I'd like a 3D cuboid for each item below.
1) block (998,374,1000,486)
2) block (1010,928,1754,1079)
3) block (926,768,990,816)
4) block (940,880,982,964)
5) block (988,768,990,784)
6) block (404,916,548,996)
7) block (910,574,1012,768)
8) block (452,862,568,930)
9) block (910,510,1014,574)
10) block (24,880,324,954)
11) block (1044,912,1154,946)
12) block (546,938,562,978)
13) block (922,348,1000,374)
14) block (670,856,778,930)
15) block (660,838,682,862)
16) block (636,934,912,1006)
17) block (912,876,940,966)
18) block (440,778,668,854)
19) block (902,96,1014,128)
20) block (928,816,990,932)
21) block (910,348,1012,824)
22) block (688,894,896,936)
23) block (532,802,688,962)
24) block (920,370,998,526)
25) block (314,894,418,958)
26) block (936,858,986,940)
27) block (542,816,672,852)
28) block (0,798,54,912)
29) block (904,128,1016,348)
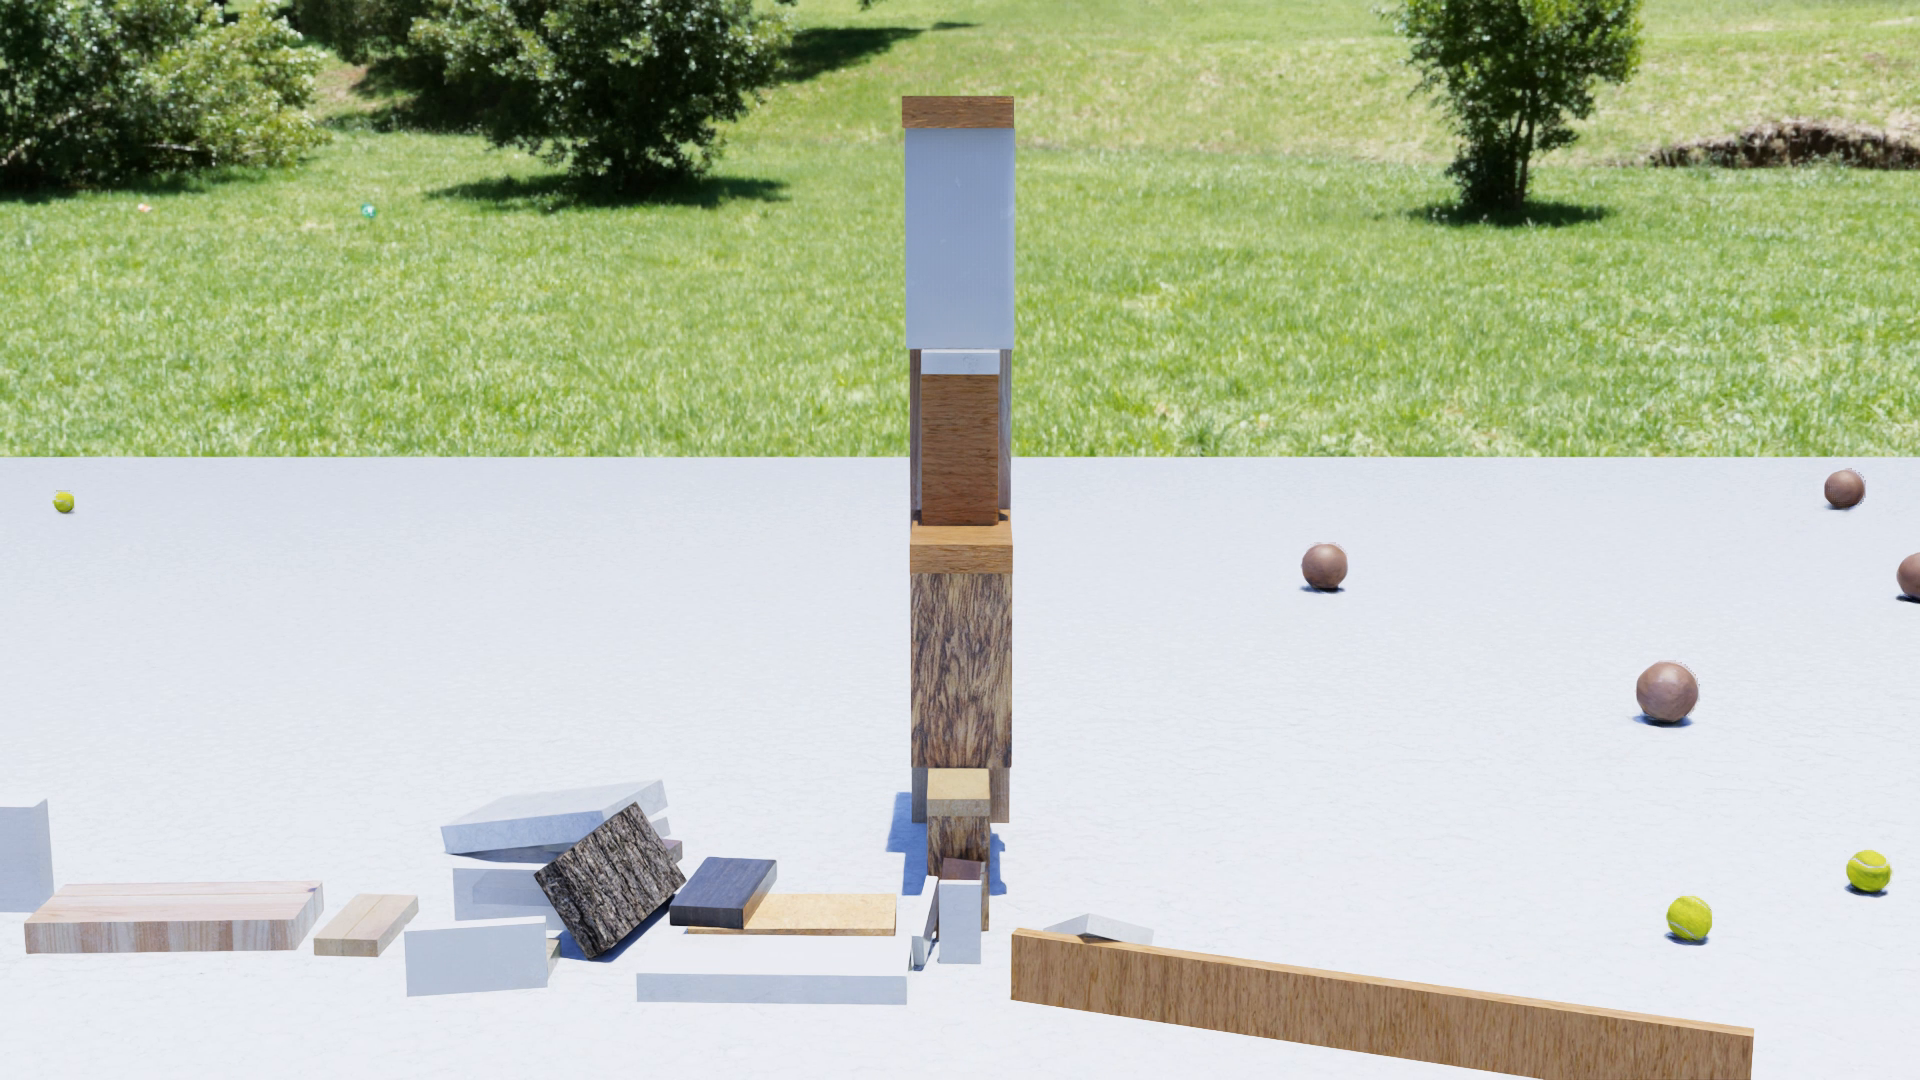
[{"bbox_3d":[0.004,-0.048,3.865,0.128,0.535,0.036,0,11,0],"label":"block"},{"bbox_3d":[0.555,0.655,3.042,1.019,0.102,0.029,4,11,21],"label":"block"},{"bbox_3d":[-0.003,0.401,3.537,0.098,0.028,0.196,0,10,0],"label":"block"},{"bbox_3d":[0.000,0.583,3.355,0.064,0.128,0.018,0,11,2],"label":"block"},{"bbox_3d":[0.004,0.465,3.816,0.096,0.193,0.027,0,11,0],"label":"block"},{"bbox_3d":[-0.715,0.616,3.253,0.203,0.102,0.029,-2,11,-10],"label":"block"},{"bbox_3d":[0.002,0.206,3.601,0.166,0.331,0.047,0,10,0],"label":"block"},{"bbox_3d":[-0.704,0.569,3.508,0.202,0.101,0.029,1,11,4],"label":"block"},{"bbox_3d":[0.003,0.000,3.675,0.166,0.047,0.331,0,11,0],"label":"block"},{"bbox_3d":[-1.241,0.597,3.490,0.413,0.051,0.180,0,11,-2],"label":"block"},{"bbox_3d":[0.202,0.591,3.265,0.102,0.029,0.203,16,-20,-13],"label":"block"},{"bbox_3d":[-0.717,0.636,3.343,0.202,0.029,0.101,0,11,1],"label":"block"},{"bbox_3d":[0.004,-0.313,3.730,0.128,0.036,0.256,0,11,1],"label":"block"},{"bbox_3d":[-0.374,0.559,3.497,0.117,0.033,0.234,1,11,8],"label":"block"},{"bbox_3d":[-0.579,0.559,3.743,0.117,0.033,0.250,3,11,18],"label":"block"},{"bbox_3d":[-0.272,0.639,3.280,0.395,0.045,0.158,0,11,2],"label":"block"},{"bbox_3d":[-0.053,0.585,3.384,0.018,0.064,0.128,4,36,9],"label":"block"},{"bbox_3d":[-0.713,0.485,3.860,0.359,0.051,0.180,-9,7,28],"label":"block"},{"bbox_3d":[0.001,-0.724,3.730,0.180,0.051,0.360,0,10,2],"label":"block"},{"bbox_3d":[-0.003,0.523,3.493,0.098,0.196,0.028,0,10,1],"label":"block"},{"bbox_3d":[0.001,-0.100,3.945,0.180,1.255,0.051,0,11,1],"label":"block"},{"bbox_3d":[-0.260,0.605,3.464,0.317,0.045,0.158,0,11,0],"label":"block"},{"bbox_3d":[-0.553,0.540,3.511,0.045,0.158,0.317,-32,1,18],"label":"block"},{"bbox_3d":[0.000,-0.154,3.675,0.128,0.256,0.036,0,11,-2],"label":"block"},{"bbox_3d":[-0.939,0.610,3.485,0.101,0.029,0.202,1,11,4],"label":"block"},{"bbox_3d":[0.001,0.566,3.450,0.064,0.128,0.018,4,-4,21],"label":"block"},{"bbox_3d":[-0.619,0.511,3.829,0.117,0.033,0.234,-18,8,-41],"label":"block"},{"bbox_3d":[-1.673,0.513,3.592,0.359,0.180,0.051,0,11,2],"label":"block"},{"bbox_3d":[0.000,-0.499,3.643,0.180,0.360,0.051,0,10,1],"label":"block"}]
